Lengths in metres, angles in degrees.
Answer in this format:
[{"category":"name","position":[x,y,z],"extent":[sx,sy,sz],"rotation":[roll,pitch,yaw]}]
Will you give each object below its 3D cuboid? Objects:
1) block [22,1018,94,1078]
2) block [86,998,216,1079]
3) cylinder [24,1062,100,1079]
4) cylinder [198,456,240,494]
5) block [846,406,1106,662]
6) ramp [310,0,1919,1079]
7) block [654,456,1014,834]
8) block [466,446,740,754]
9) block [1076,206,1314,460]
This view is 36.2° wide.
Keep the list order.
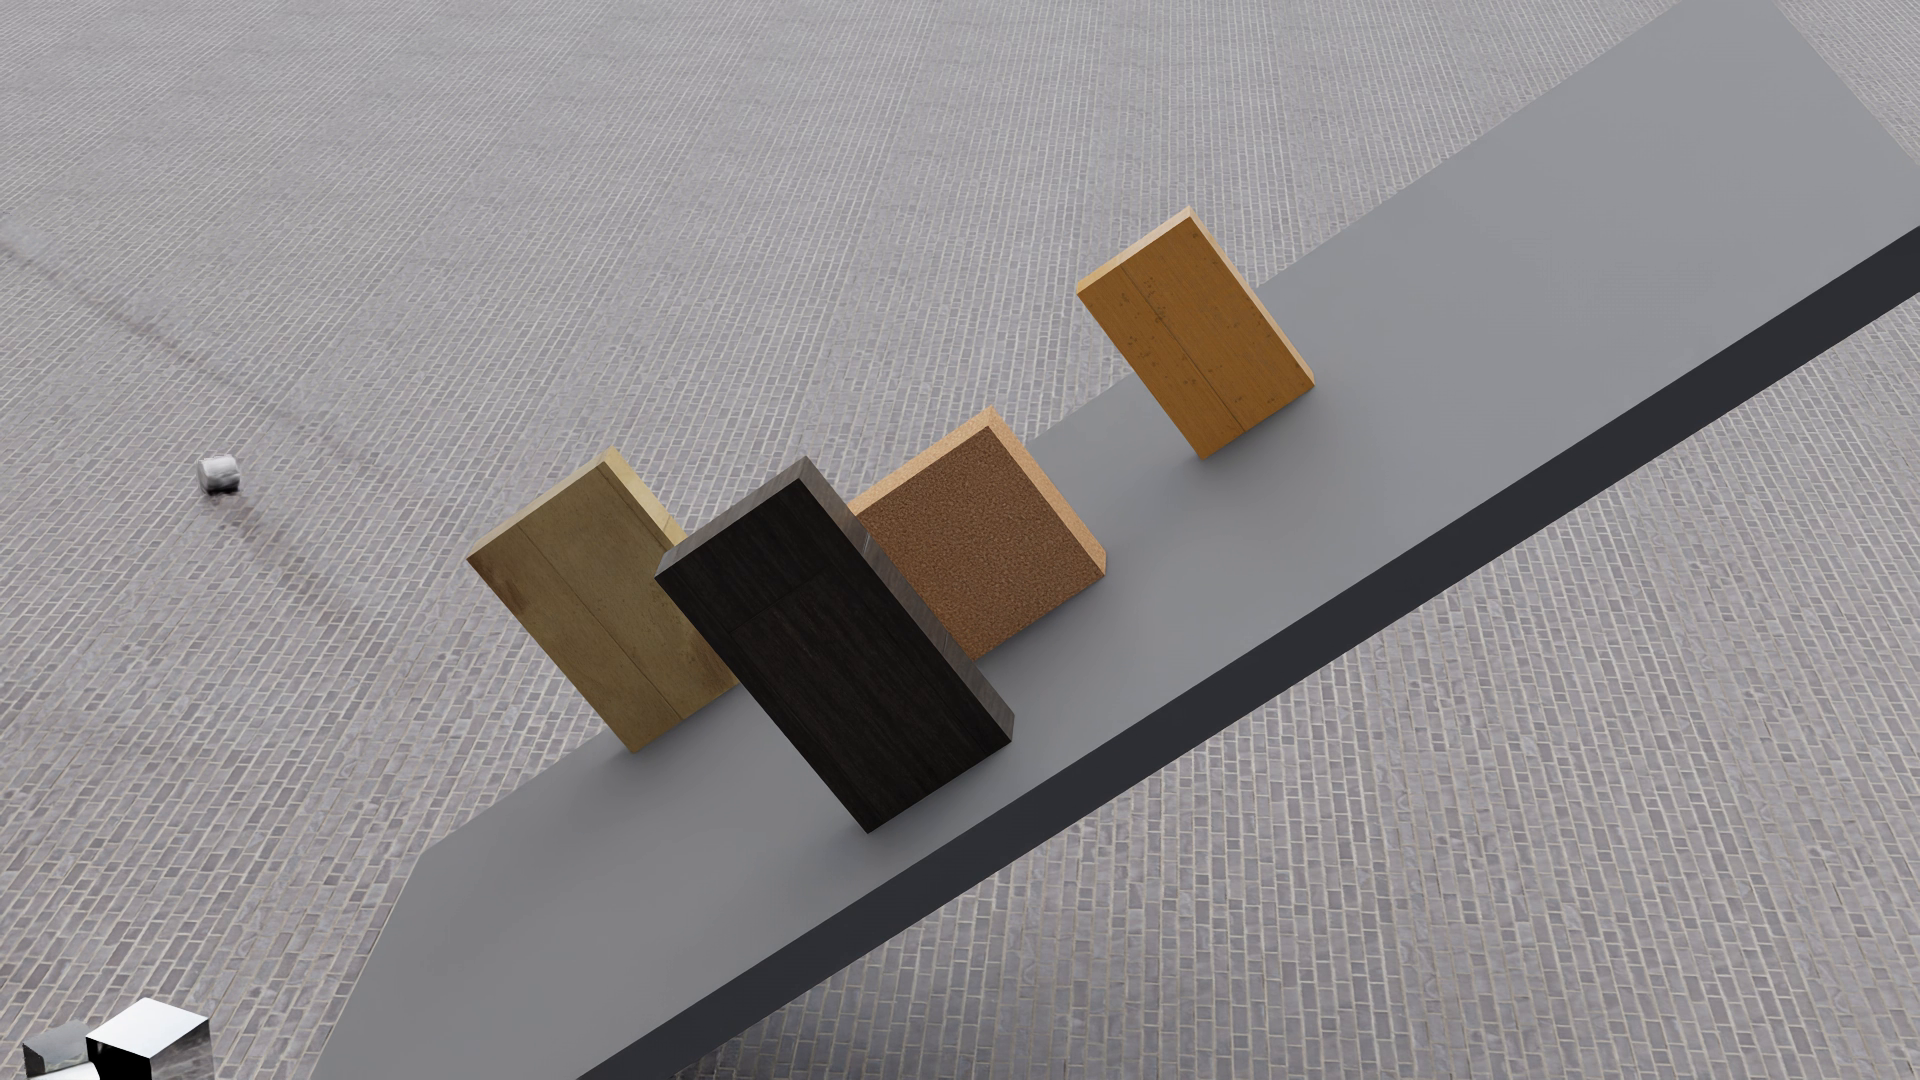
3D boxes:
[{"category":"block","position":[-2.072,1.228,6.841],"extent":[0.143,0.143,0.143],"rotation":[20,30,40]},{"category":"block","position":[-1.873,1.212,6.813],"extent":[0.194,0.194,0.194],"rotation":[12,25,26]},{"category":"cylinder","position":[-2.038,1.285,6.670],"extent":[0.167,0.167,0.167],"rotation":[-13,25,-28]},{"category":"cylinder","position":[-2.630,-0.232,10.431],"extent":[0.114,0.114,0.114],"rotation":[-13,26,-29]},{"category":"block","position":[0.031,-0.002,6.107],"extent":[0.377,0.403,0.123],"rotation":[-34,16,16]},{"category":"ramp","position":[0.130,0.178,6.319],"extent":[4.000,0.100,2.000],"rotation":[-34,16,16]},{"category":"block","position":[-0.235,0.206,5.630],"extent":[0.349,0.662,0.119],"rotation":[-34,16,16]},{"category":"block","position":[-0.821,0.149,7.155],"extent":[0.436,0.638,0.110],"rotation":[-34,16,16]},{"category":"block","position":[0.496,-0.433,6.187],"extent":[0.288,0.454,0.082],"rotation":[-34,16,16]}]
